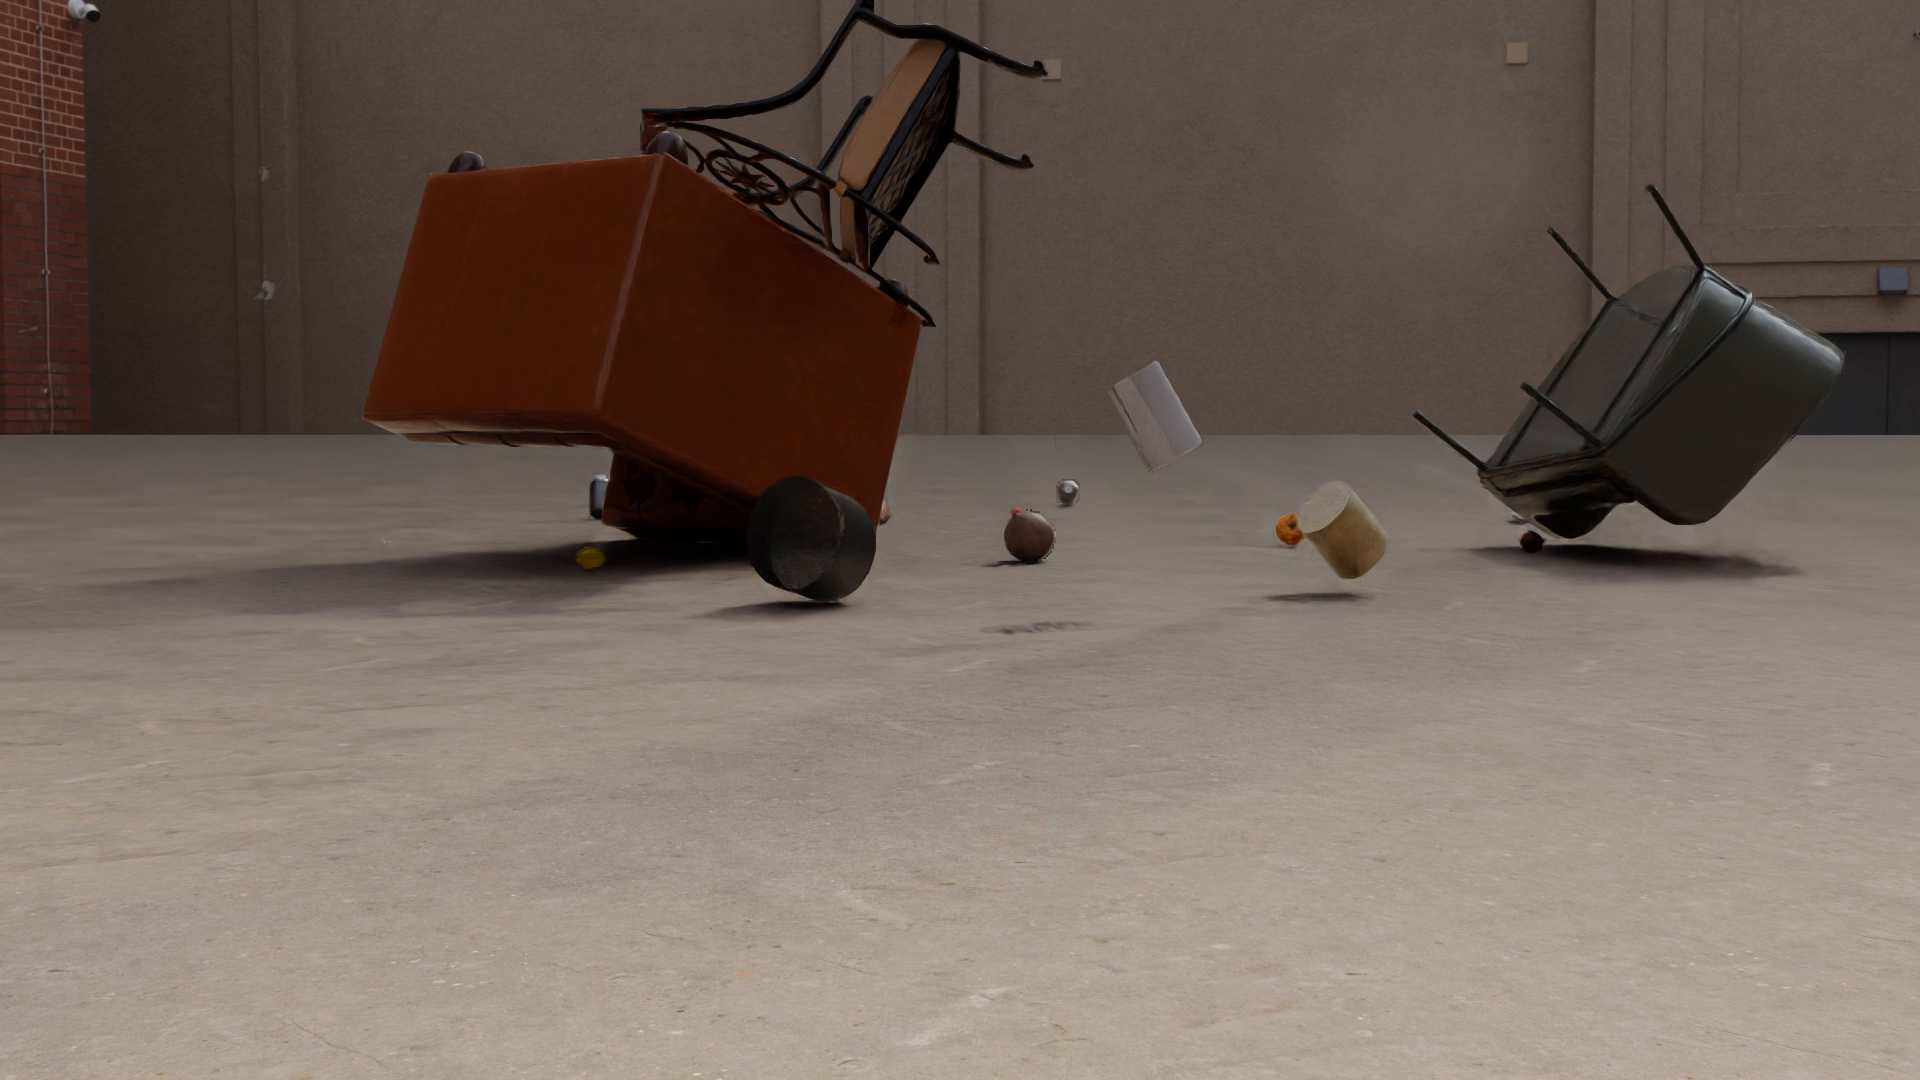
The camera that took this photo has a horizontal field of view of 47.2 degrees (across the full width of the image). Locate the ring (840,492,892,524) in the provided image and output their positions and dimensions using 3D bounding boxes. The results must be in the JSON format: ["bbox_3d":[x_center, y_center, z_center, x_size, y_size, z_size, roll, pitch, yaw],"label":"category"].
[{"bbox_3d":[-0.371,-0.105,7.378,0.297,0.096,0.253,3,5,18],"label":"ring"}]

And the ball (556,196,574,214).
[{"bbox_3d":[-1.095,-0.930,6.110,0.050,0.050,0.050,0,4,0],"label":"ball"}]

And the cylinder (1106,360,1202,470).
[{"bbox_3d":[0.403,-0.257,4.557,0.123,0.192,0.091,-29,-1,13],"label":"cylinder"}]

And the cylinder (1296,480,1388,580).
[{"bbox_3d":[0.846,-0.023,4.863,0.143,0.144,0.205,-35,18,18],"label":"cylinder"}]

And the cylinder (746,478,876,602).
[{"bbox_3d":[-0.310,0.001,4.587,0.220,0.235,0.160,-13,-16,22],"label":"cylinder"}]
